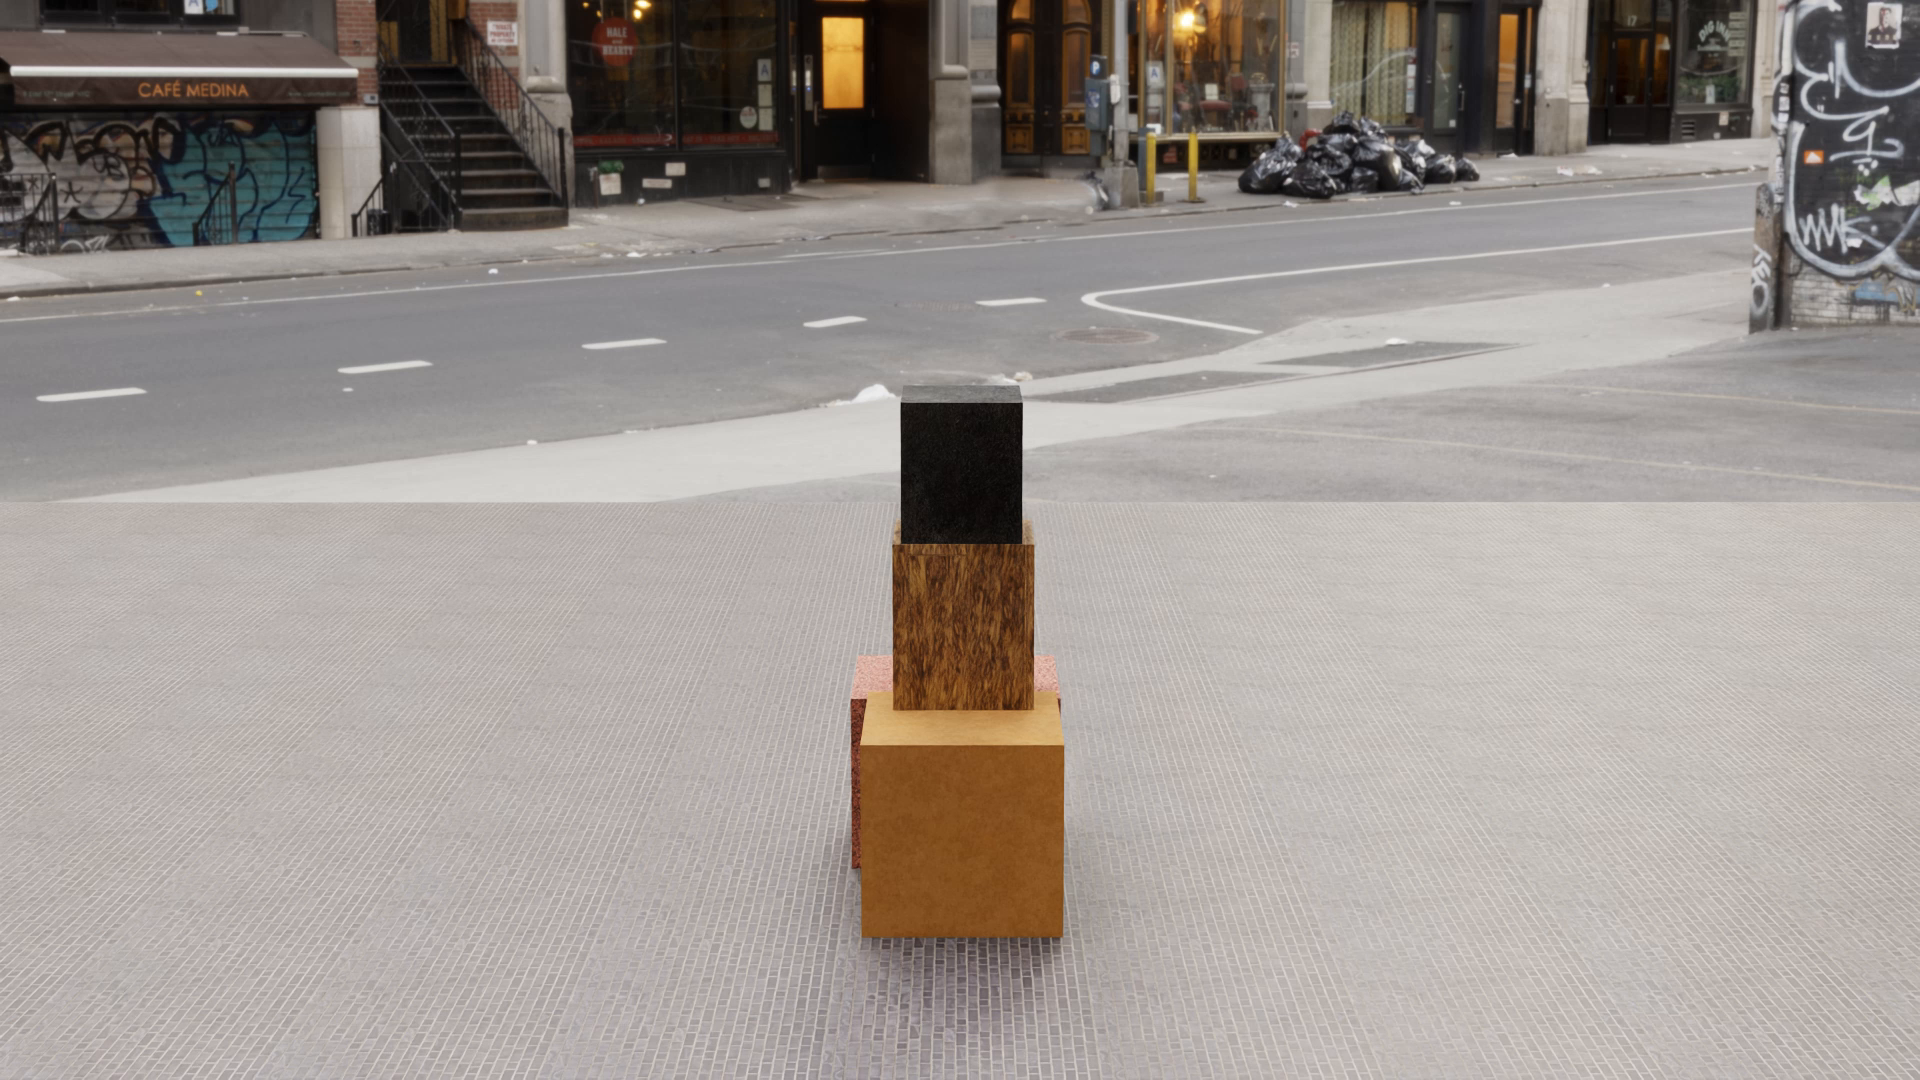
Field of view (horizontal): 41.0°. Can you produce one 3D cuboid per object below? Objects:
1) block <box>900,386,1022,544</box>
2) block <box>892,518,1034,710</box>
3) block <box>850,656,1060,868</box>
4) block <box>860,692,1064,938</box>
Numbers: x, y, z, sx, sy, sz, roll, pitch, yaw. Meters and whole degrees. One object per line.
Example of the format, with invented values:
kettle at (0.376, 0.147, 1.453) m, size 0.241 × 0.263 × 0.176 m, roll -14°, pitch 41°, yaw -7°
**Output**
block at (0.007, -0.334, 11.120) m, size 0.514 × 0.603 × 0.611 m, roll 0°, pitch 10°, yaw 0°
block at (0.015, 0.317, 11.238) m, size 0.603 × 0.722 × 0.638 m, roll 0°, pitch 10°, yaw 0°
block at (-0.019, 1.009, 11.838) m, size 0.930 × 0.780 × 0.863 m, roll 0°, pitch 10°, yaw 0°
block at (0.010, 1.152, 10.946) m, size 0.830 × 0.817 × 0.922 m, roll 0°, pitch 10°, yaw 0°
